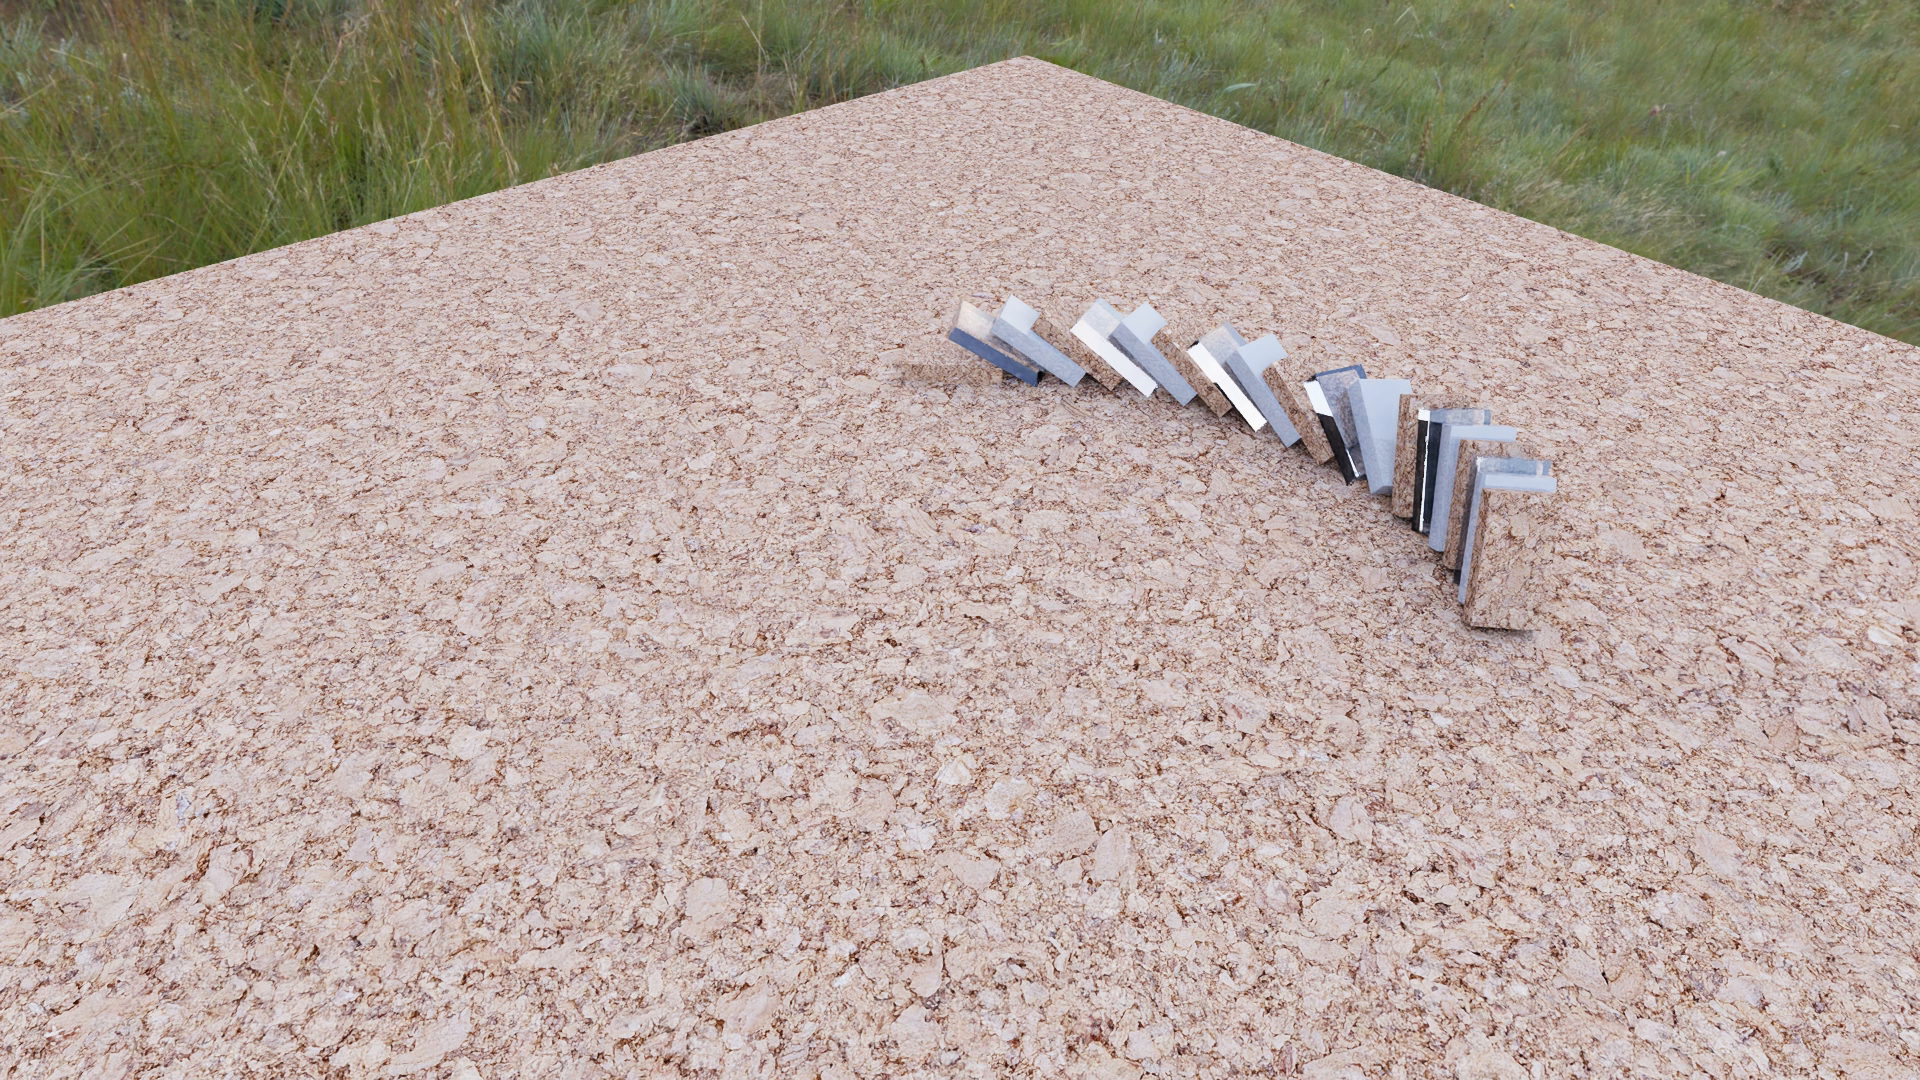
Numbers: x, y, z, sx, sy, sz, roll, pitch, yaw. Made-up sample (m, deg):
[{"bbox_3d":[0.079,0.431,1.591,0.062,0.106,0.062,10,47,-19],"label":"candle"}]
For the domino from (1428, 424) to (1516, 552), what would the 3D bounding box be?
[{"bbox_3d":[0.204,-0.021,0.438,0.025,0.050,0.009,2,12,3],"label":"domino"}]

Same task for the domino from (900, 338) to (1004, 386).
[{"bbox_3d":[-0.003,-0.090,0.553,0.050,0.010,0.025,4,39,5],"label":"domino"}]

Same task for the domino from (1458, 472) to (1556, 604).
[{"bbox_3d":[0.205,0.000,0.412,0.025,0.050,0.010,4,12,5],"label":"domino"}]

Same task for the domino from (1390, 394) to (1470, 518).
[{"bbox_3d":[0.194,-0.035,0.455,0.025,0.050,0.009,-1,12,-3],"label":"domino"}]

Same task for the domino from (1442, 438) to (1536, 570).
[{"bbox_3d":[0.206,-0.013,0.429,0.025,0.050,0.009,4,12,5],"label":"domino"}]

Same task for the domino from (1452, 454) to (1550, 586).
[{"bbox_3d":[0.206,-0.006,0.420,0.025,0.050,0.009,4,12,5],"label":"domino"}]

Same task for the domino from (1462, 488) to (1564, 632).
[{"bbox_3d":[0.203,0.007,0.404,0.025,0.050,0.009,4,12,5],"label":"domino"}]

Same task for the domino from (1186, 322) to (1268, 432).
[{"bbox_3d":[0.133,-0.077,0.519,0.025,0.009,0.050,-32,80,-33],"label":"domino"}]

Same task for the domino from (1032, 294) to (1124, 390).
[{"bbox_3d":[0.061,-0.098,0.544,0.050,0.010,0.025,37,43,-5],"label":"domino"}]

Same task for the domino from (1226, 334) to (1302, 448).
[{"bbox_3d":[0.148,-0.069,0.509,0.025,0.009,0.050,-26,78,-28],"label":"domino"}]

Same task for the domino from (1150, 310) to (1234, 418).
[{"bbox_3d":[0.117,-0.085,0.528,0.025,0.010,0.050,-36,82,-36],"label":"domino"}]

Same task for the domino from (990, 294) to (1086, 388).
[{"bbox_3d":[0.041,-0.099,0.545,0.050,0.010,0.025,33,41,-9],"label":"domino"}]

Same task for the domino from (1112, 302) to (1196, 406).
[{"bbox_3d":[0.100,-0.091,0.535,0.050,0.010,0.025,46,51,3],"label":"domino"}]

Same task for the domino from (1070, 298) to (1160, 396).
[{"bbox_3d":[0.080,-0.095,0.540,0.050,0.010,0.025,41,47,-1],"label":"domino"}]

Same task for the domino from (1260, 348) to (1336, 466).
[{"bbox_3d":[0.161,-0.061,0.497,0.025,0.010,0.050,-22,76,-25],"label":"domino"}]

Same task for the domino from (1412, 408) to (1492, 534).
[{"bbox_3d":[0.199,-0.028,0.447,0.025,0.050,0.009,-2,12,-2],"label":"domino"}]

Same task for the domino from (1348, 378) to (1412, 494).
[{"bbox_3d":[0.186,-0.045,0.476,0.025,0.009,0.050,-1,71,-13],"label":"domino"}]

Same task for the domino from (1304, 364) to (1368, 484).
[{"bbox_3d":[0.174,-0.052,0.486,0.025,0.009,0.050,-13,74,-17],"label":"domino"}]

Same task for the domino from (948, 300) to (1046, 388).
[{"bbox_3d":[0.020,-0.097,0.544,0.050,0.010,0.025,27,38,-13],"label":"domino"}]
